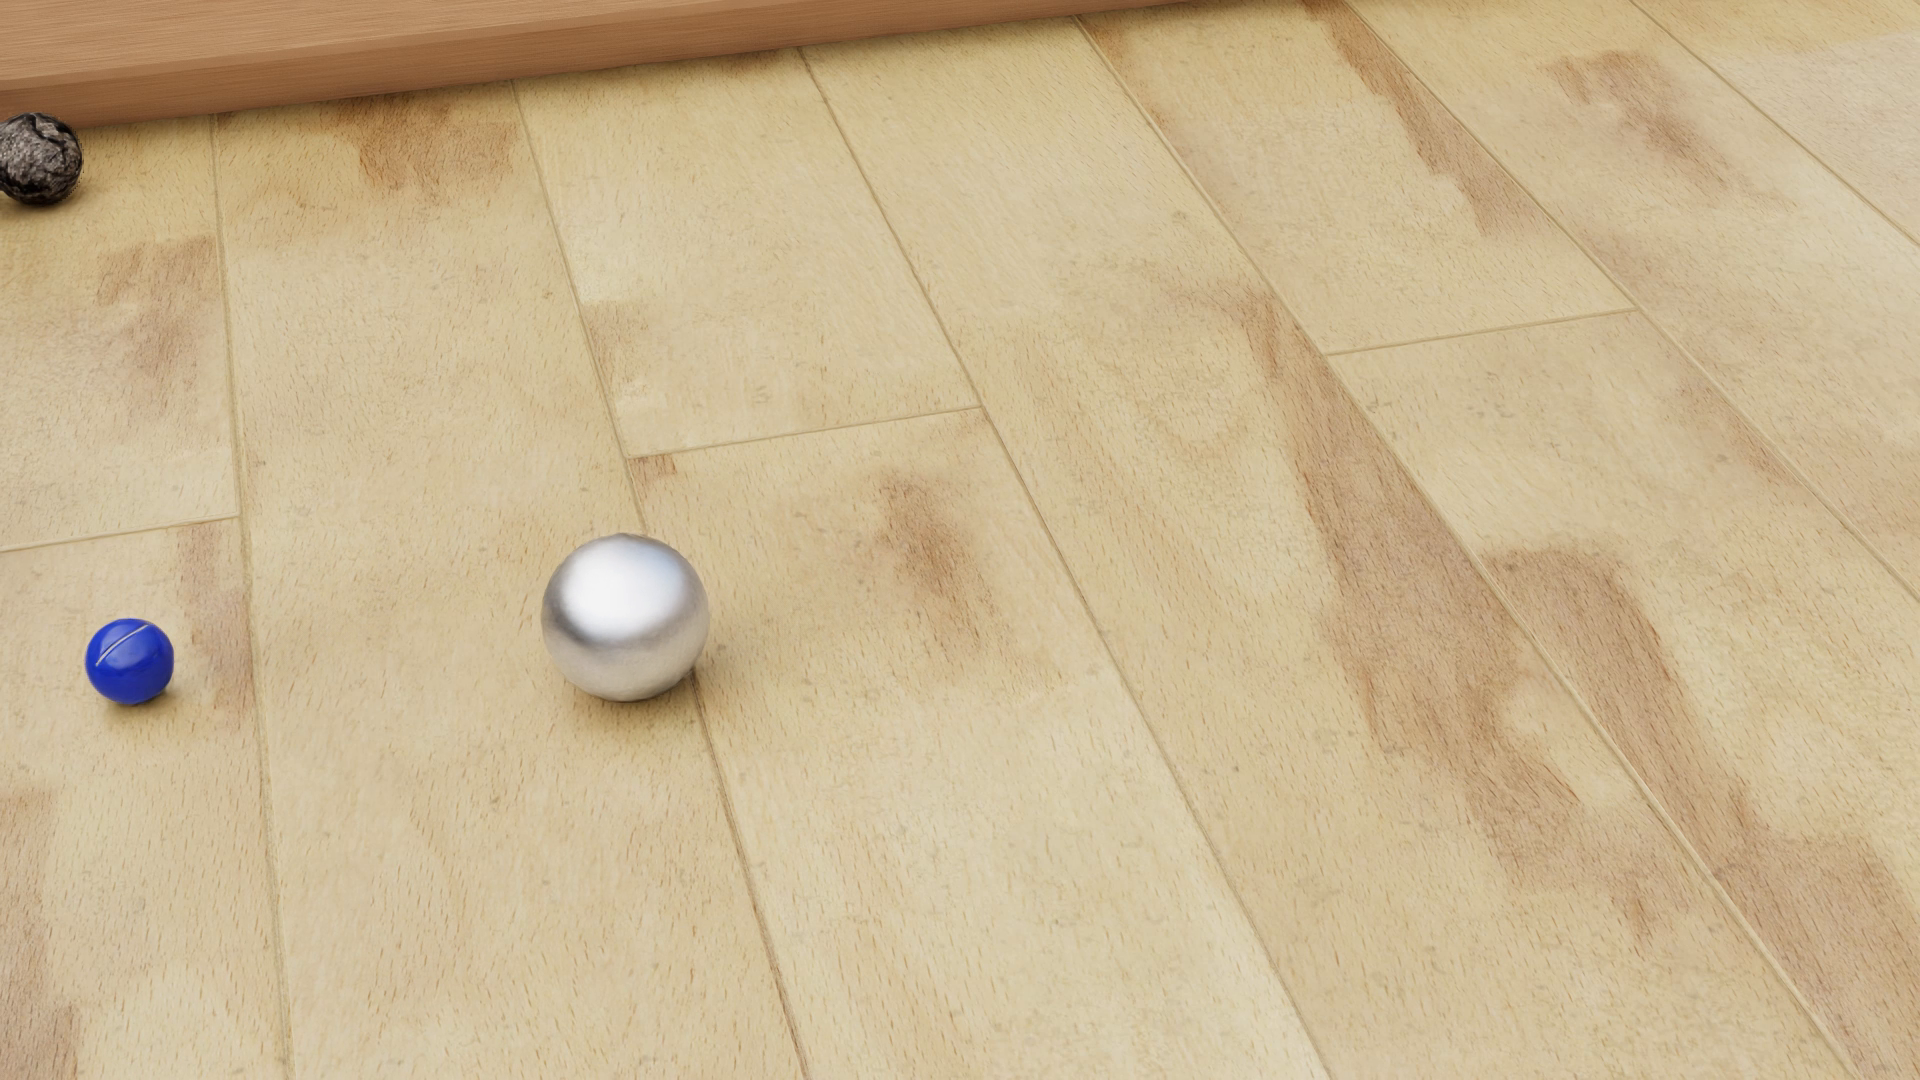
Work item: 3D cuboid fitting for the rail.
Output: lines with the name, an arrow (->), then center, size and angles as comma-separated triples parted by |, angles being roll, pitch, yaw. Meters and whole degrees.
rail -> 0.461, -0.568, 2.326 | 2.761, 0.128, 0.045 | -9, 37, -12

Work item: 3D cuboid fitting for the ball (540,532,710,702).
ball -> -0.196, 0.045, 1.499 | 0.098, 0.098, 0.098 | 0, 36, 0

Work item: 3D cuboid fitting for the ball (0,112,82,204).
ball -> -0.721, -0.297, 1.999 | 0.071, 0.071, 0.071 | 0, 36, 0

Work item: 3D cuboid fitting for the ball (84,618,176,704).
ball -> -0.487, 0.071, 1.503 | 0.051, 0.051, 0.051 | 0, 36, 0
